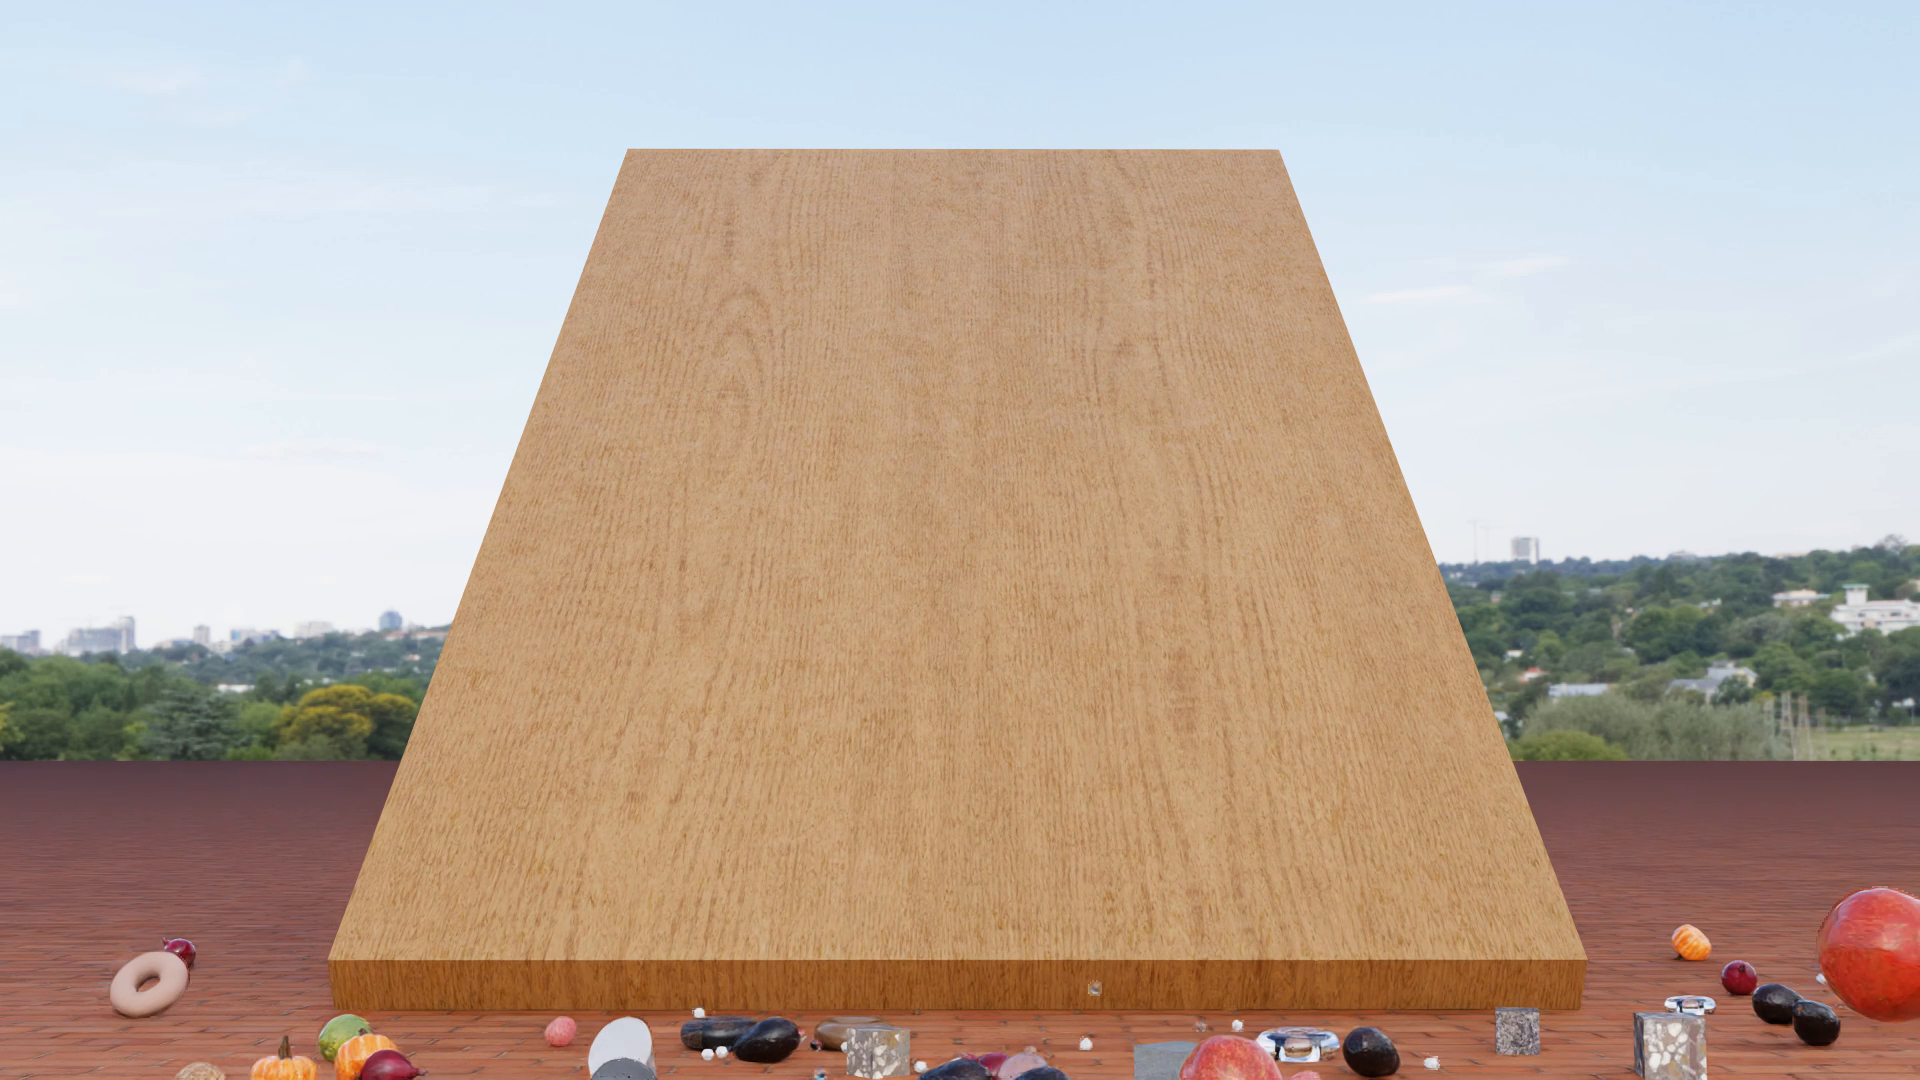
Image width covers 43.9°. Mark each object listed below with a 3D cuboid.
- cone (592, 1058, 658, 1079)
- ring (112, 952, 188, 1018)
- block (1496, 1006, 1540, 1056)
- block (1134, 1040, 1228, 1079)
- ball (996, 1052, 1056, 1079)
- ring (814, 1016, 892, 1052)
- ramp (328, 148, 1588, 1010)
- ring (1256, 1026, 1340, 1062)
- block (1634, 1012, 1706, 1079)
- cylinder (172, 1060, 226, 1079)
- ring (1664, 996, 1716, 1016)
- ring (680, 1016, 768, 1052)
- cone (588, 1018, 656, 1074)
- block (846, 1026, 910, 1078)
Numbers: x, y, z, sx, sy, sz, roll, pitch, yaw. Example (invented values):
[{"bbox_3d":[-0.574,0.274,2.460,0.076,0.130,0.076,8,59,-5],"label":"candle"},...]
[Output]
[{"bbox_3d":[-0.381,0.631,2.654,0.082,0.082,0.082,2,-32,-20],"label":"cone"},{"bbox_3d":[-1.272,0.698,3.741,0.122,0.122,0.041,-1,-49,13],"label":"ring"},{"bbox_3d":[0.768,0.677,3.286,0.058,0.058,0.058,-1,-5,12],"label":"block"},{"bbox_3d":[0.253,0.618,2.728,0.076,0.076,0.076,4,-7,-38],"label":"block"},{"bbox_3d":[0.075,0.621,2.723,0.069,0.069,0.069,0,-5,0],"label":"ball"},{"bbox_3d":[-0.147,0.691,3.338,0.116,0.039,0.116,0,-4,0],"label":"ring"},{"bbox_3d":[-0.011,-0.223,5.573,2.000,0.100,4.000,0,28,0],"label":"ramp"},{"bbox_3d":[0.457,0.682,3.223,0.112,0.037,0.112,-1,-4,0],"label":"ring"},{"bbox_3d":[0.907,0.646,3.046,0.076,0.076,0.076,-1,-5,6],"label":"block"},{"bbox_3d":[-0.857,0.623,2.694,0.059,0.059,0.059,3,1,-26],"label":"cylinder"},{"bbox_3d":[1.155,0.736,3.769,0.078,0.026,0.078,-1,-6,0],"label":"ring"},{"bbox_3d":[-0.330,0.690,3.335,0.122,0.041,0.122,-1,-6,0],"label":"ring"},{"bbox_3d":[-0.405,0.660,3.001,0.090,0.090,0.090,-3,-33,28],"label":"cone"},{"bbox_3d":[-0.105,0.656,3.056,0.058,0.058,0.058,4,-6,-37],"label":"block"}]
